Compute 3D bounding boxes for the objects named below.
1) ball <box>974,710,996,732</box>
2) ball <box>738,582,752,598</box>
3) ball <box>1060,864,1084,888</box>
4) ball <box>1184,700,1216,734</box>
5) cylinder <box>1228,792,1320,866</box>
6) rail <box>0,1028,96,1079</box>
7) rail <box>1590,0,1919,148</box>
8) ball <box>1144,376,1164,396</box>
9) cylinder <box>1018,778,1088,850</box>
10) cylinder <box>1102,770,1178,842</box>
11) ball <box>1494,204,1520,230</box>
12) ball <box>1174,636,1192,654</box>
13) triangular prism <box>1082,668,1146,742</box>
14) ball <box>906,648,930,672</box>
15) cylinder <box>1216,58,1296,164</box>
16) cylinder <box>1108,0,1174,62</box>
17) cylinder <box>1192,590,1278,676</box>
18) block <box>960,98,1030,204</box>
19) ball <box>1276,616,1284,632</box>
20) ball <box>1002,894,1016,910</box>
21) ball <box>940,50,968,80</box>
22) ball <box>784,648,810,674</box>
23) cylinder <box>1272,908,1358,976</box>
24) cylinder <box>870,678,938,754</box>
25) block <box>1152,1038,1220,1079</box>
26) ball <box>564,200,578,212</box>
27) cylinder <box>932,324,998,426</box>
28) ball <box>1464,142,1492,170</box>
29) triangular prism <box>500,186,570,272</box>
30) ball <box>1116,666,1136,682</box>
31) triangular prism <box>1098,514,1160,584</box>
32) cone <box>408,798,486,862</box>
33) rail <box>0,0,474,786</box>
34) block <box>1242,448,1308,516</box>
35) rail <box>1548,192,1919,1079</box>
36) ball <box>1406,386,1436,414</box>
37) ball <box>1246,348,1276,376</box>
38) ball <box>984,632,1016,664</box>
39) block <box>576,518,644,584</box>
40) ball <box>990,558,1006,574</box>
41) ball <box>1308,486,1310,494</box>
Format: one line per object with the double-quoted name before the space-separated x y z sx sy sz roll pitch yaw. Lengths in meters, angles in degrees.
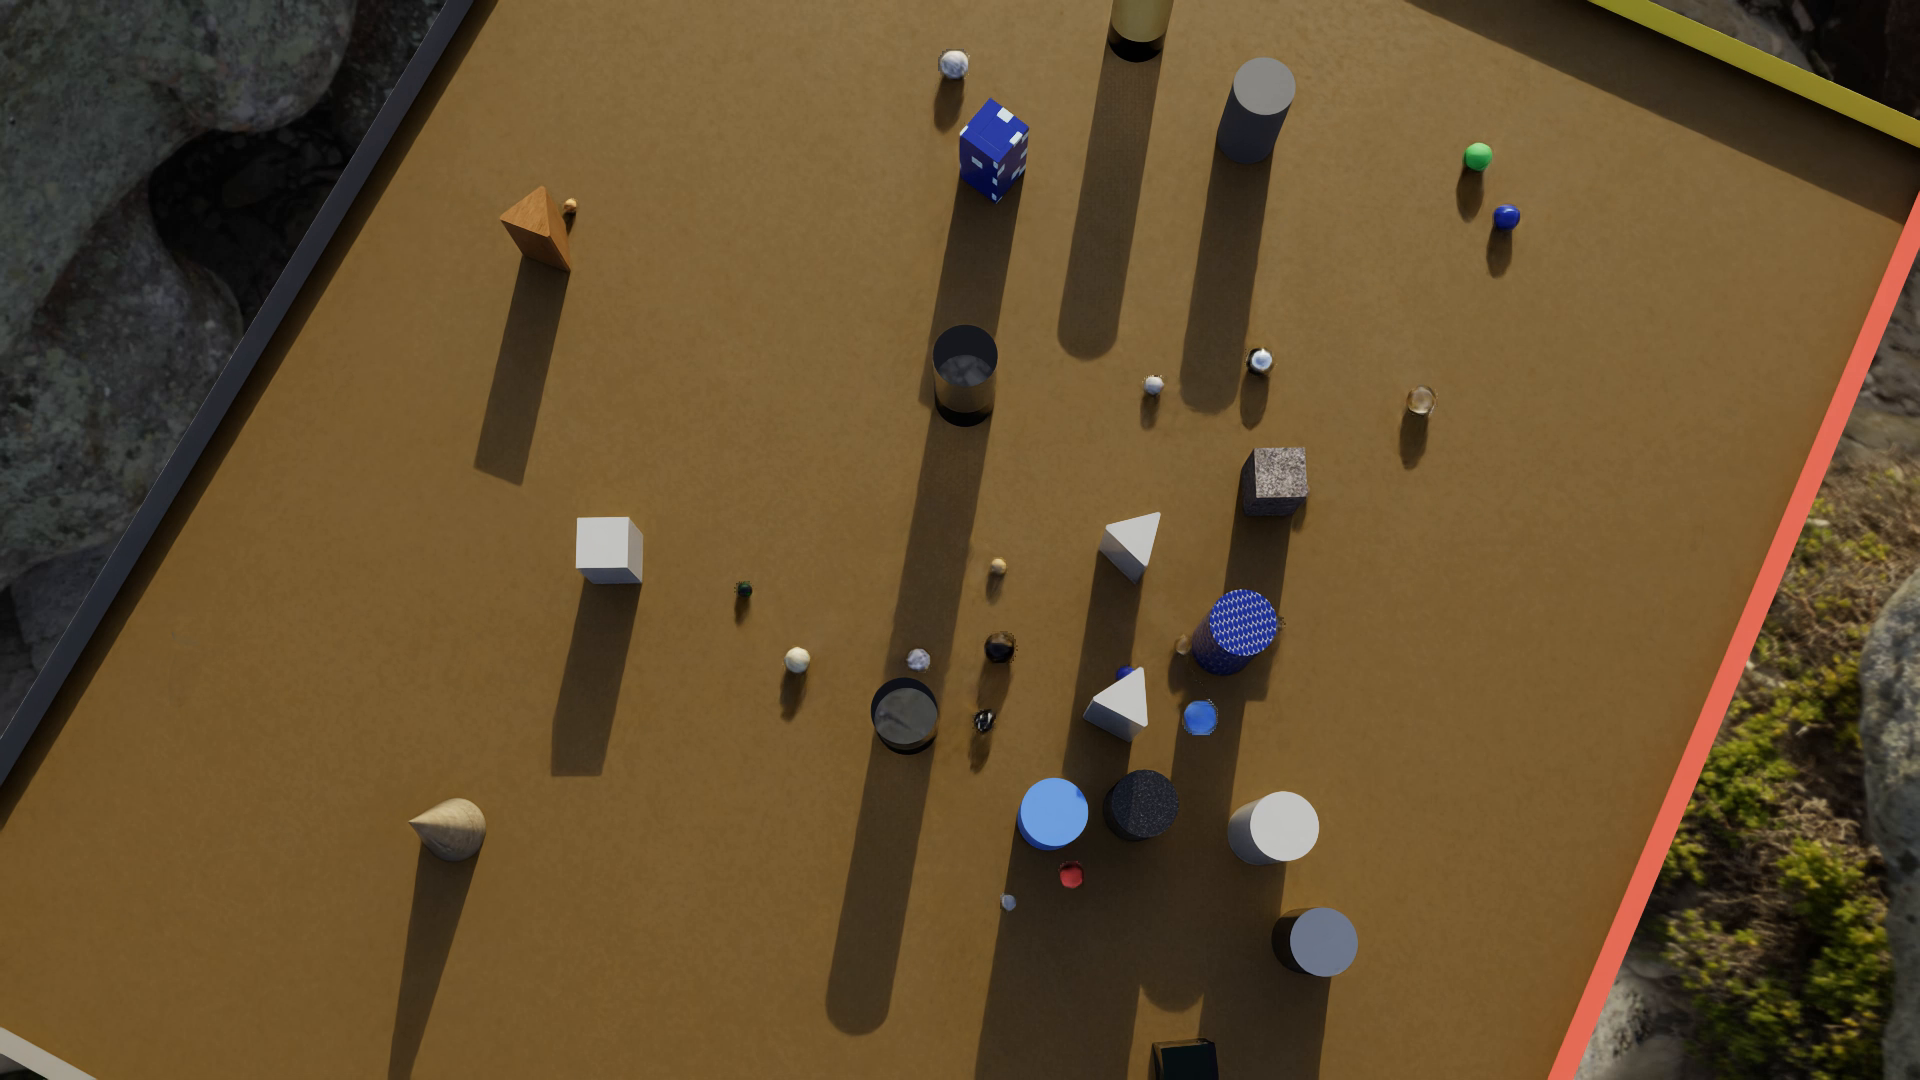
"ball" 0.073 0.541 5.472 0.064 0.064 0.064 0 78 0
"ball" -0.653 0.152 5.561 0.046 0.046 0.046 0 78 0
"ball" 0.328 0.985 5.376 0.072 0.072 0.072 0 78 0
"ball" 0.685 0.504 5.221 0.094 0.094 0.094 0 78 0
"cylinder" 0.886 0.826 5.220 0.188 0.442 0.188 0 78 0
"rail" -1.130 2.219 5.094 4.497 0.122 0.045 26 80 5
"rail" 1.130 -2.206 6.009 4.497 0.122 0.045 26 80 5
"ball" 0.601 -0.479 5.686 0.058 0.058 0.058 0 78 0
"cylinder" 0.263 0.792 5.274 0.188 0.351 0.188 0 78 0
"cylinder" 0.519 0.770 5.292 0.188 0.324 0.188 0 78 0
"ball" 1.726 -1.020 5.786 0.081 0.081 0.081 0 78 0
"ball" 0.671 0.316 5.515 0.056 0.056 0.056 0 78 0
"triangular prism" 0.472 0.460 5.285 0.163 0.462 0.141 27 80 5
"ball" -0.125 0.361 5.506 0.069 0.069 0.069 0 78 0
"cylinder" 0.919 -1.333 5.707 0.188 0.363 0.188 0 78 0
"cylinder" 0.573 -1.683 5.741 0.188 0.438 0.188 0 78 0
"cylinder" 0.794 0.274 5.341 0.188 0.429 0.188 0 78 0
"block" 0.103 -1.206 5.701 0.150 0.324 0.150 38 81 7
"ball" 0.954 0.254 5.540 0.047 0.047 0.047 0 78 0
"ball" 0.144 1.063 5.373 0.047 0.047 0.047 0 78 0
"ball" -0.017 -1.527 5.885 0.092 0.092 0.092 0 78 0
"ball" -0.488 0.361 5.502 0.078 0.078 0.078 0 78 0
"cylinder" 1.007 1.143 5.221 0.188 0.312 0.188 0 78 0
"cylinder" -0.158 0.516 5.329 0.188 0.354 0.188 0 78 0
"block" 0.639 1.501 5.185 0.150 0.236 0.150 -5 78 -1
"ball" -1.236 -1.059 5.815 0.041 0.041 0.041 0 78 0
"cylinder" 0.015 -0.487 5.494 0.188 0.437 0.188 0 78 0
"ball" 1.646 -1.218 5.824 0.087 0.087 0.087 0 78 0
"triangular prism" -1.283 -0.973 5.663 0.163 0.303 0.141 21 79 4
"ball" 0.499 0.408 5.498 0.061 0.061 0.061 0 78 0
"triangular prism" 0.531 0.000 5.464 0.141 0.298 0.163 -44 82 -8
"cone" -1.500 0.813 5.209 0.188 0.469 0.188 0 78 0
"rail" -1.990 -0.968 5.753 0.045 0.122 5.100 26 80 5
"block" 0.946 -0.174 5.525 0.150 0.250 0.150 -1 78 0
"rail" 1.990 0.981 5.350 0.045 0.122 5.100 26 80 5
"ball" 1.425 -0.433 5.661 0.089 0.089 0.089 0 78 0
"ball" 0.933 -0.554 5.686 0.088 0.088 0.088 0 78 0
"ball" 0.119 0.324 5.502 0.093 0.093 0.093 0 78 0
"block" -1.045 0.033 5.479 0.150 0.255 0.150 -1 78 0
"ball" 0.115 0.081 5.574 0.051 0.051 0.051 0 78 0
"ball" 1.047 -0.151 5.618 0.052 0.052 0.052 0 78 0
